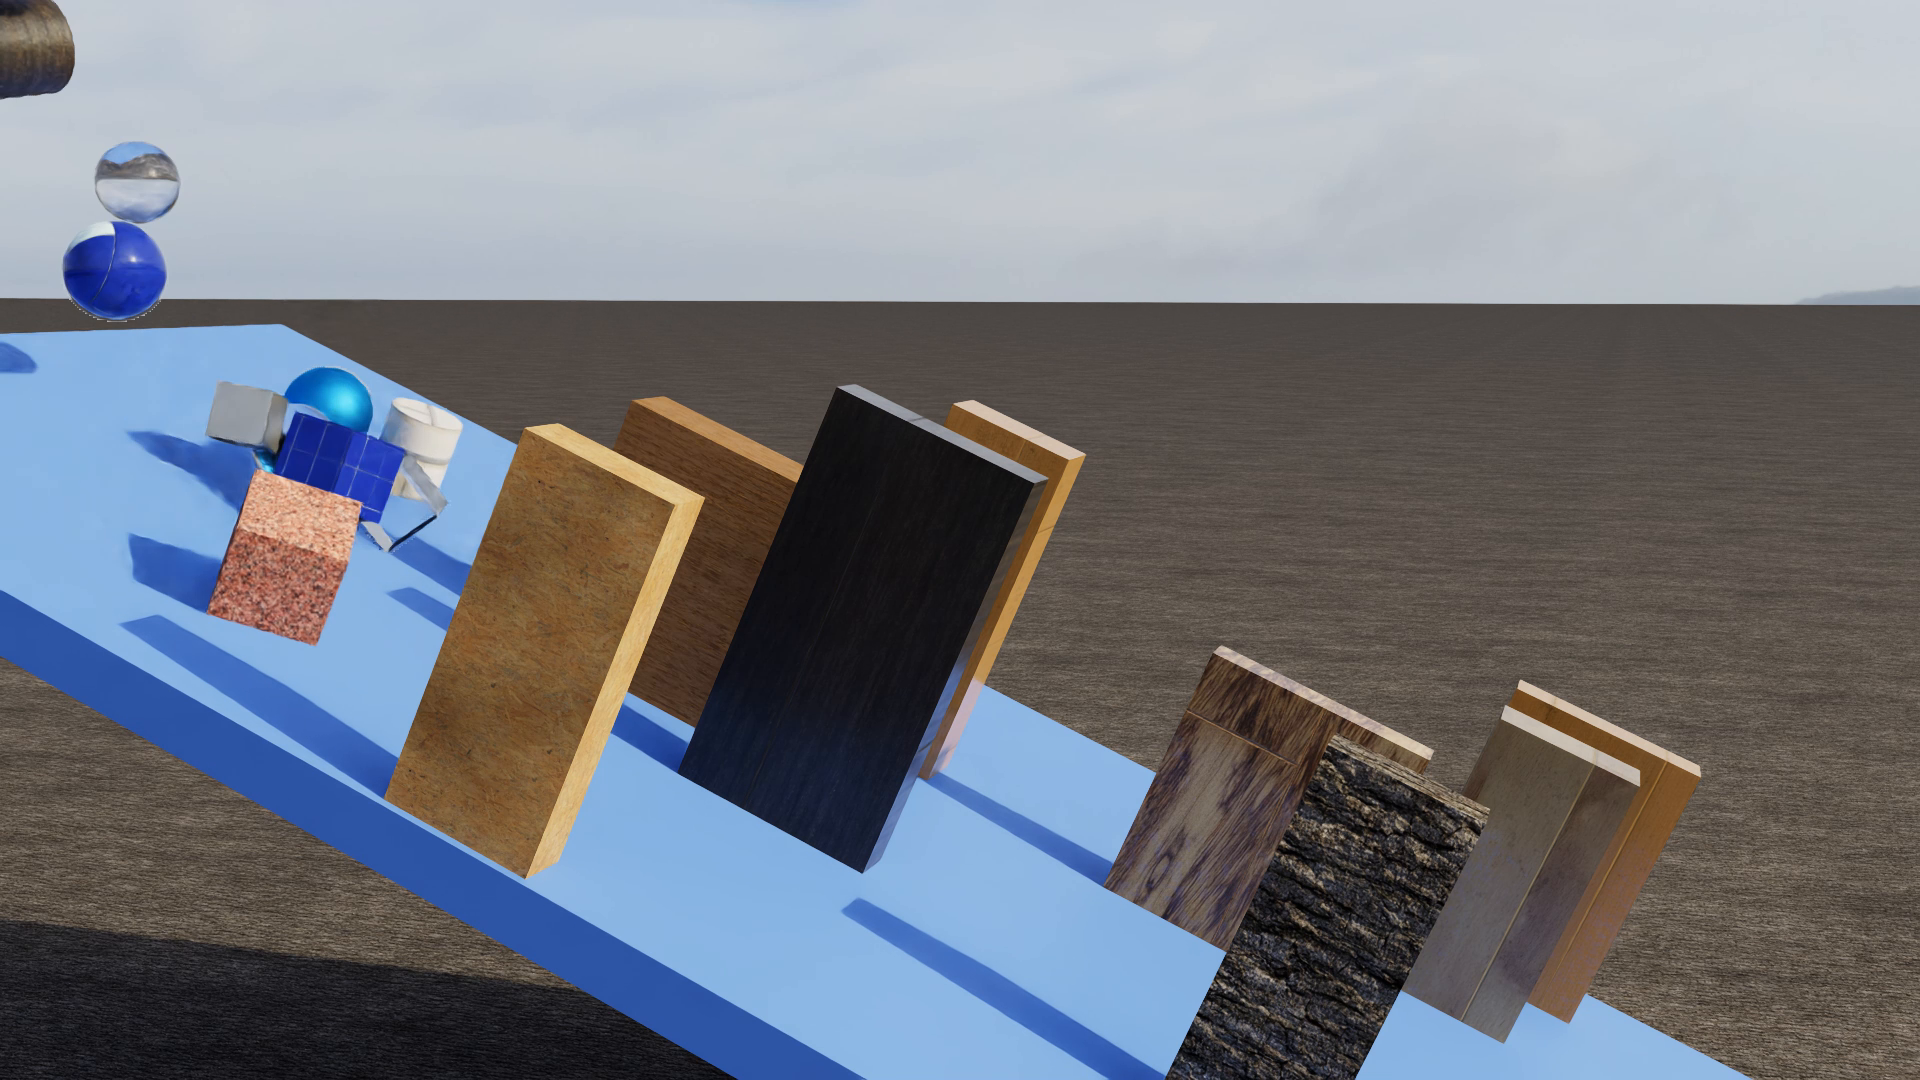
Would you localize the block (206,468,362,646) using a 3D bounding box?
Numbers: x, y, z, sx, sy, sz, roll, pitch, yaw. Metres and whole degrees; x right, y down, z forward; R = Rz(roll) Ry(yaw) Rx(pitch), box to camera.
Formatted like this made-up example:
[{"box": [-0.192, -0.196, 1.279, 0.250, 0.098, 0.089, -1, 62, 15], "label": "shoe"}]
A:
[{"box": [-1.151, 0.030, 3.754, 0.186, 0.186, 0.186, 19, 29, -19], "label": "block"}]

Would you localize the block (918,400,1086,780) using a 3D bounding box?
[{"box": [-0.020, 0.099, 4.366, 0.254, 0.705, 0.136, 26, 13, 13], "label": "block"}]

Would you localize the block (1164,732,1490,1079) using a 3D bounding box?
[{"box": [0.545, 0.639, 3.347, 0.253, 0.641, 0.094, 26, 13, 13], "label": "block"}]

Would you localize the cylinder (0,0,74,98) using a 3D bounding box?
[{"box": [-1.919, -0.984, 4.399, 0.197, 0.197, 0.197, 4, 17, 33], "label": "cylinder"}]

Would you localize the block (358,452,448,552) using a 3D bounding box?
[{"box": [-1.112, -0.075, 4.350, 0.126, 0.126, 0.126, -34, 14, 6], "label": "block"}]

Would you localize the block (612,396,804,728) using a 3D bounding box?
[{"box": [-0.524, 0.042, 4.157, 0.372, 0.510, 0.142, 26, 13, 13], "label": "block"}]

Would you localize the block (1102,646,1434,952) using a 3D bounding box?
[{"box": [0.576, 0.526, 4.137, 0.438, 0.508, 0.088, 26, 13, 13], "label": "block"}]

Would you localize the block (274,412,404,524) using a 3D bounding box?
[{"box": [-1.192, -0.138, 4.209, 0.152, 0.152, 0.152, 16, -5, 25], "label": "block"}]

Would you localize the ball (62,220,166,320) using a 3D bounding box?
[{"box": [-1.661, -0.530, 4.319, 0.193, 0.193, 0.193, 0, 7, 0], "label": "ball"}]

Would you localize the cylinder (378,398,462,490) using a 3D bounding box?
[{"box": [-1.181, -0.202, 4.767, 0.158, 0.158, 0.158, 23, 13, -6], "label": "cylinder"}]

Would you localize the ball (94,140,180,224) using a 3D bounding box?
[{"box": [-1.629, -0.709, 4.355, 0.162, 0.162, 0.162, 0, 7, 0], "label": "ball"}]

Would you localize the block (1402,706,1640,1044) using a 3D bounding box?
[{"box": [1.070, 0.655, 4.320, 0.283, 0.579, 0.142, 26, 13, 13], "label": "block"}]

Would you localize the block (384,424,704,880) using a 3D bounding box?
[{"box": [-0.621, 0.165, 3.268, 0.258, 0.619, 0.105, 26, 13, 13], "label": "block"}]

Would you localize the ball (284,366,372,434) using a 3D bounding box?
[{"box": [-1.352, -0.276, 4.699, 0.188, 0.188, 0.188, 0, 7, 0], "label": "ball"}]

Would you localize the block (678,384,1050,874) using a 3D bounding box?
[{"box": [-0.174, 0.153, 3.791, 0.378, 0.749, 0.095, 26, 13, 13], "label": "block"}]

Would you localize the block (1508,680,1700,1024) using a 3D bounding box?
[{"box": [1.217, 0.647, 4.581, 0.397, 0.588, 0.107, 26, 13, 13], "label": "block"}]

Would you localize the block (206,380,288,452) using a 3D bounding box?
[{"box": [-1.391, -0.240, 4.294, 0.109, 0.109, 0.109, 11, -5, -1], "label": "block"}]

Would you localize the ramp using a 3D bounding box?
[{"box": [-0.280, 0.484, 4.179, 4.000, 0.100, 2.000, 26, 13, 13], "label": "ramp"}]

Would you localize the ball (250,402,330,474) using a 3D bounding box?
[{"box": [-1.340, -0.192, 4.432, 0.170, 0.170, 0.170, 0, 7, 0], "label": "ball"}]
